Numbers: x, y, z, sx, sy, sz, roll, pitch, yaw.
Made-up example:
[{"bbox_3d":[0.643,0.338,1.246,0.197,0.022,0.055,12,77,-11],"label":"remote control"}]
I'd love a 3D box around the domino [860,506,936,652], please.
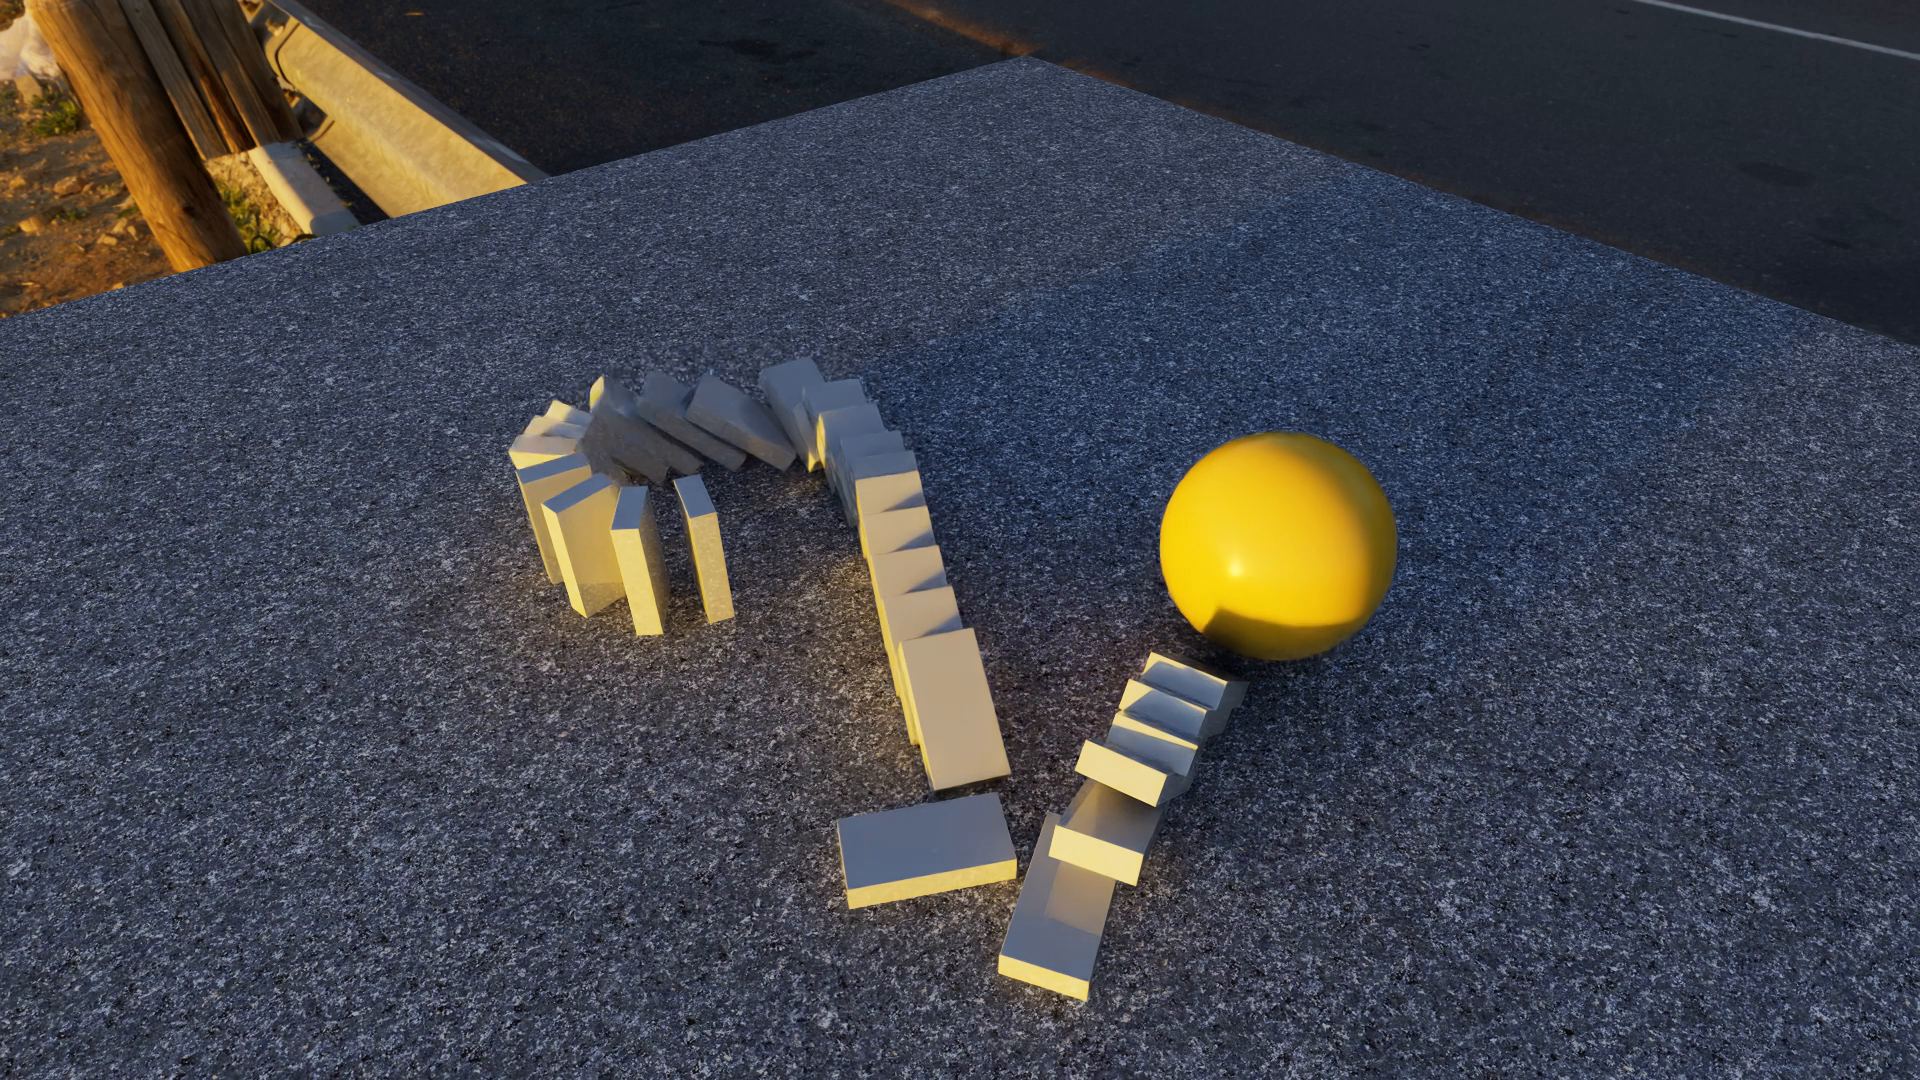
[{"bbox_3d":[-0.020,0.014,0.407,0.025,0.010,0.050,-9,72,-11],"label":"domino"}]

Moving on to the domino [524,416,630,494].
[{"bbox_3d":[-0.153,-0.030,0.448,0.025,0.050,0.010,14,64,16],"label":"domino"}]

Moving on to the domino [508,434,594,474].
[{"bbox_3d":[-0.156,-0.020,0.435,0.025,0.050,0.010,5,51,7],"label":"domino"}]

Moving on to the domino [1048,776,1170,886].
[{"bbox_3d":[0.046,0.083,0.324,0.025,0.009,0.050,15,13,17],"label":"domino"}]

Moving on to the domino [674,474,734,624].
[{"bbox_3d":[-0.094,0.004,0.407,0.009,0.050,0.025,-16,42,-18],"label":"domino"}]

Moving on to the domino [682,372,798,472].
[{"bbox_3d":[-0.095,-0.052,0.486,0.050,0.009,0.025,29,35,-20],"label":"domino"}]

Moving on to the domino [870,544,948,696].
[{"bbox_3d":[-0.015,0.028,0.391,0.025,0.010,0.050,-9,69,-11],"label":"domino"}]

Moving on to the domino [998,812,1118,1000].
[{"bbox_3d":[0.031,0.104,0.317,0.025,0.010,0.050,12,41,14],"label":"domino"}]

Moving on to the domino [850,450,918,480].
[{"bbox_3d":[-0.026,-0.009,0.435,0.025,0.010,0.050,-10,73,-12],"label":"domino"}]

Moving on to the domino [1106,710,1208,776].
[{"bbox_3d":[0.063,0.061,0.343,0.025,0.009,0.050,20,1,17],"label":"domino"}]

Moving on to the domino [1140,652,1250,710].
[{"bbox_3d":[0.078,0.046,0.362,0.025,0.010,0.050,21,1,23],"label":"domino"}]

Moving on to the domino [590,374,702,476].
[{"bbox_3d":[-0.136,-0.050,0.478,0.010,0.050,0.025,-44,38,17],"label":"domino"}]

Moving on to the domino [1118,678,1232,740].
[{"bbox_3d":[0.070,0.054,0.353,0.025,0.009,0.050,21,1,23],"label":"domino"}]

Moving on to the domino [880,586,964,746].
[{"bbox_3d":[-0.009,0.042,0.375,0.025,0.009,0.050,-10,68,-12],"label":"domino"}]

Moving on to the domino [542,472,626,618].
[{"bbox_3d":[-0.136,0.002,0.409,0.009,0.050,0.025,28,47,30],"label":"domino"}]

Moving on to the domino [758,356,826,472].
[{"bbox_3d":[-0.067,-0.057,0.492,0.025,0.010,0.050,-23,75,-32],"label":"domino"}]

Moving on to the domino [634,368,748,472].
[{"bbox_3d":[-0.117,-0.053,0.484,0.050,0.010,0.025,32,31,-26],"label":"domino"}]

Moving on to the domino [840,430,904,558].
[{"bbox_3d":[-0.032,-0.019,0.449,0.025,0.010,0.050,-10,68,-12],"label":"domino"}]

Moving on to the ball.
[{"bbox_3d":[0.110,0.002,0.385,0.080,0.080,0.080,0,39,0],"label":"ball"}]

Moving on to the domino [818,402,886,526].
[{"bbox_3d":[-0.041,-0.032,0.465,0.025,0.010,0.050,-13,69,-16],"label":"domino"}]

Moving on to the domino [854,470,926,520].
[{"bbox_3d":[-0.023,0.000,0.421,0.025,0.010,0.050,-9,73,-12],"label":"domino"}]

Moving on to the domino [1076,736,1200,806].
[{"bbox_3d":[0.055,0.069,0.335,0.025,0.010,0.050,21,1,23],"label":"domino"}]

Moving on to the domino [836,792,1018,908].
[{"bbox_3d":[-0.010,0.093,0.330,0.050,0.010,0.025,-8,40,-9],"label":"domino"}]

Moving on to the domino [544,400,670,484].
[{"bbox_3d":[-0.148,-0.041,0.463,0.025,0.050,0.010,21,79,29],"label":"domino"}]

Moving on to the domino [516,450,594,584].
[{"bbox_3d":[-0.150,-0.008,0.421,0.025,0.050,0.009,-20,46,-23],"label":"domino"}]

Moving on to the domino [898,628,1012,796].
[{"bbox_3d":[-0.002,0.055,0.359,0.025,0.010,0.050,-10,67,-12],"label":"domino"}]

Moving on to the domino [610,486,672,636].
[{"bbox_3d":[-0.116,0.008,0.402,0.010,0.050,0.025,-3,39,-4],"label":"domino"}]

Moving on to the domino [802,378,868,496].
[{"bbox_3d":[-0.050,-0.045,0.480,0.025,0.010,0.050,-12,69,-19],"label":"domino"}]
